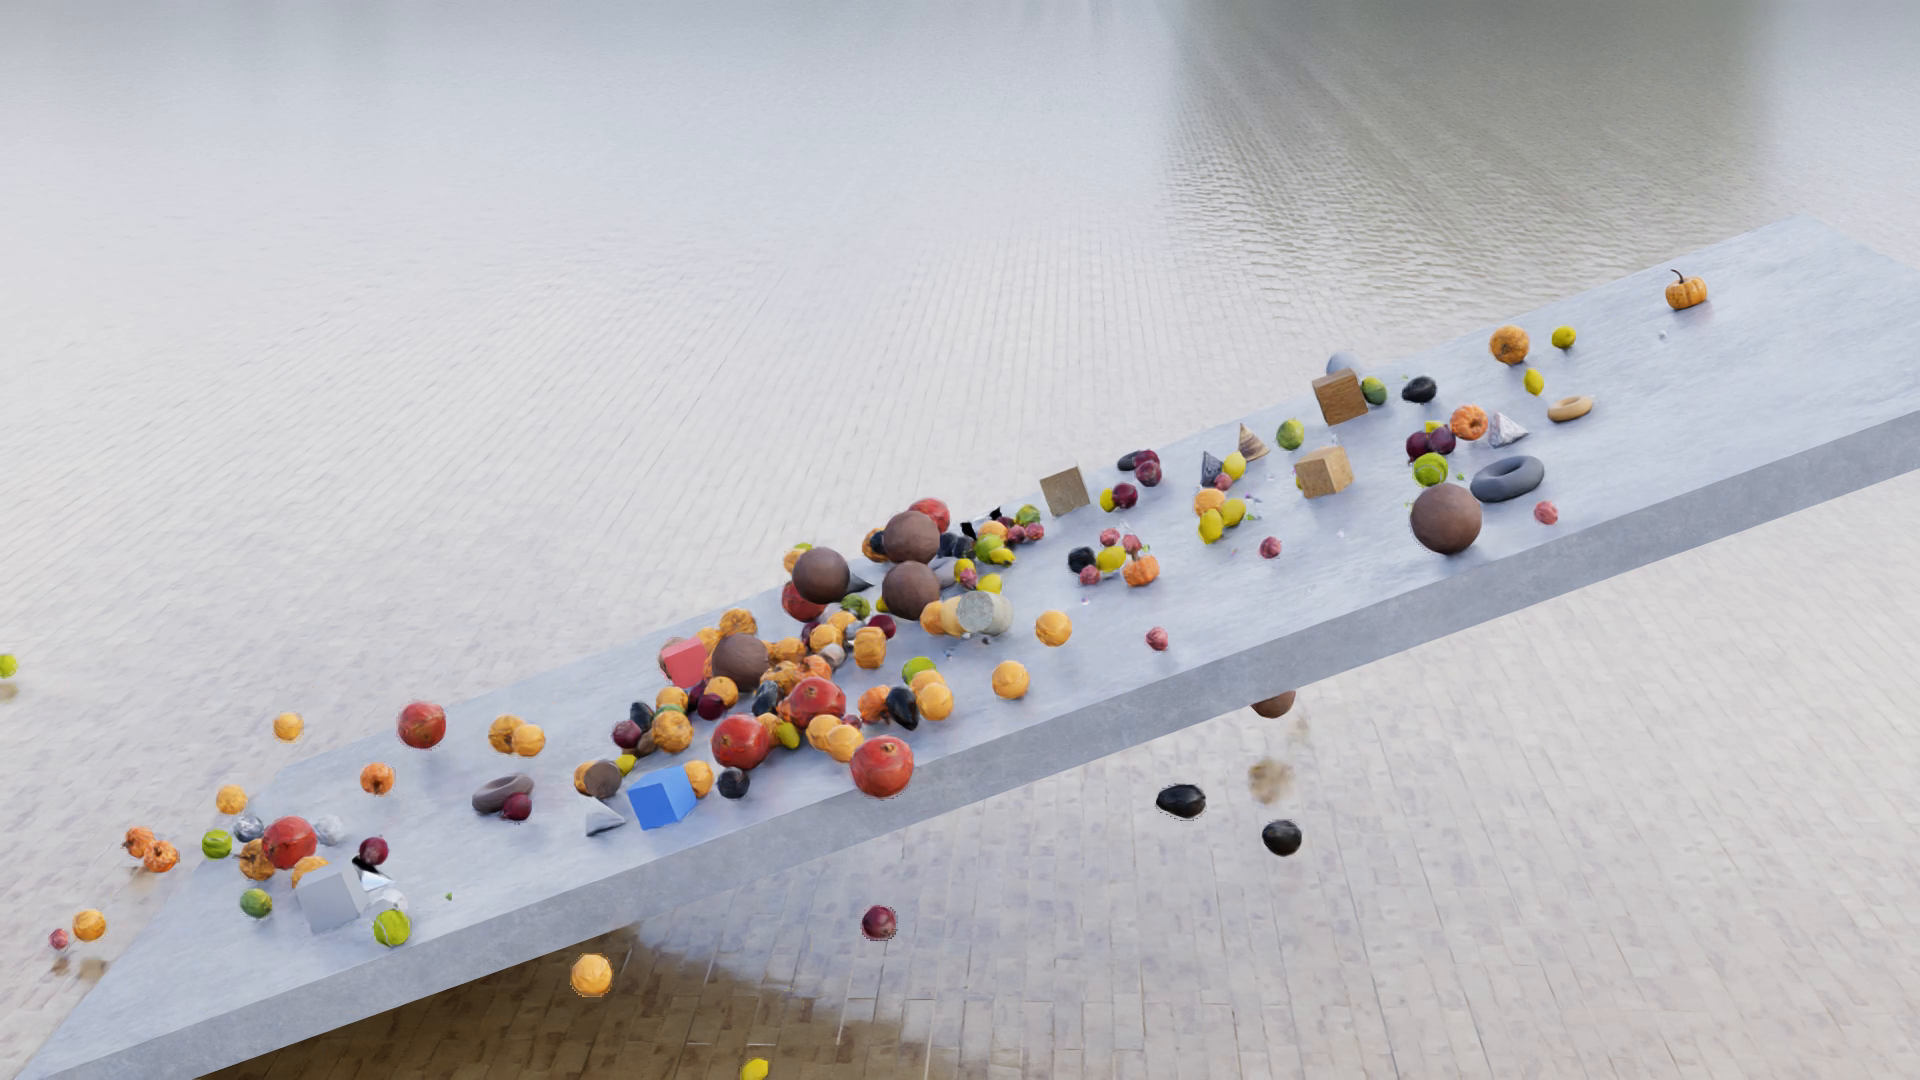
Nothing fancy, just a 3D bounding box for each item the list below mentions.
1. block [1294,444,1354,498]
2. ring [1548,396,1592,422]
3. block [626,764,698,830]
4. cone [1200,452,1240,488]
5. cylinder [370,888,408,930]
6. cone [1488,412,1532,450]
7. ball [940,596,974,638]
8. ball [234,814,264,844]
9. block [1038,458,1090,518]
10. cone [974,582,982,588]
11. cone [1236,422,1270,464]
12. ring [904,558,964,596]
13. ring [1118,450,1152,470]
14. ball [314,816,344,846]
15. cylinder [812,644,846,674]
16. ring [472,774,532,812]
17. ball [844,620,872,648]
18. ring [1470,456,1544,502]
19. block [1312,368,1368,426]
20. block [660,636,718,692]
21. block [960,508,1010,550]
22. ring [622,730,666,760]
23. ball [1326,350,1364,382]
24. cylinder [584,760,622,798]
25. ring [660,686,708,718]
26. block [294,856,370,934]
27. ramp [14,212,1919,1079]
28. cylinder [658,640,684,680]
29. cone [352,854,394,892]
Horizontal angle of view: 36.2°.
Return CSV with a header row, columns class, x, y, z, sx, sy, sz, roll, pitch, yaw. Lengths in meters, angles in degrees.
class,x,y,z,sx,sy,sz,roll,pitch,yaw
block,0.761,-0.142,6.145,0.079,0.079,0.079,-11,16,42
ring,1.240,-0.267,5.979,0.094,0.031,0.094,-19,12,4
block,-0.569,0.492,5.624,0.084,0.084,0.084,-15,13,28
cone,0.588,-0.155,6.611,0.083,0.083,0.083,6,13,0
cylinder,-1.089,0.703,5.603,0.060,0.060,0.060,0,12,2
cone,1.121,-0.220,5.964,0.078,0.078,0.078,4,13,-7
ball,0.000,0.159,6.117,0.087,0.087,0.087,0,13,0
ball,-1.640,0.667,6.783,0.067,0.067,0.067,0,13,0
block,0.246,-0.123,6.934,0.095,0.095,0.095,-20,12,5
cone,0.053,0.131,6.293,0.065,0.065,0.065,25,16,3
cone,0.656,-0.230,6.717,0.085,0.085,0.085,-21,12,4
ring,-0.059,0.083,6.664,0.146,0.049,0.146,-20,13,5
ring,0.421,-0.192,7.099,0.087,0.029,0.087,-20,12,5
ball,-1.387,0.639,6.461,0.067,0.067,0.067,0,13,0
cylinder,-0.279,0.253,6.266,0.052,0.052,0.052,6,23,24
ring,-0.970,0.537,6.236,0.137,0.046,0.137,-19,12,4
ball,-0.221,0.204,6.377,0.058,0.058,0.058,0,13,0
ring,1.042,-0.116,5.601,0.145,0.048,0.145,-21,15,6
block,0.872,-0.329,6.752,0.096,0.096,0.096,-20,12,5
block,-0.611,0.283,6.623,0.094,0.094,0.094,-23,12,-6
block,0.057,-0.025,6.888,0.071,0.071,0.071,-11,15,41
ring,-0.665,0.432,6.199,0.098,0.033,0.098,-22,11,4
ball,0.921,-0.408,7.039,0.090,0.090,0.090,0,13,0
cylinder,-0.719,0.482,5.935,0.073,0.073,0.073,-1,0,-3
ring,-0.604,0.354,6.430,0.114,0.038,0.114,-20,10,4
block,-1.245,0.705,5.828,0.100,0.100,0.100,-21,12,3
ramp,0.119,0.175,6.294,4.000,0.100,2.000,-20,12,7
cylinder,-0.639,0.276,6.713,0.089,0.089,0.089,-3,7,-14
cone,-1.186,0.686,5.960,0.087,0.087,0.087,8,14,7
